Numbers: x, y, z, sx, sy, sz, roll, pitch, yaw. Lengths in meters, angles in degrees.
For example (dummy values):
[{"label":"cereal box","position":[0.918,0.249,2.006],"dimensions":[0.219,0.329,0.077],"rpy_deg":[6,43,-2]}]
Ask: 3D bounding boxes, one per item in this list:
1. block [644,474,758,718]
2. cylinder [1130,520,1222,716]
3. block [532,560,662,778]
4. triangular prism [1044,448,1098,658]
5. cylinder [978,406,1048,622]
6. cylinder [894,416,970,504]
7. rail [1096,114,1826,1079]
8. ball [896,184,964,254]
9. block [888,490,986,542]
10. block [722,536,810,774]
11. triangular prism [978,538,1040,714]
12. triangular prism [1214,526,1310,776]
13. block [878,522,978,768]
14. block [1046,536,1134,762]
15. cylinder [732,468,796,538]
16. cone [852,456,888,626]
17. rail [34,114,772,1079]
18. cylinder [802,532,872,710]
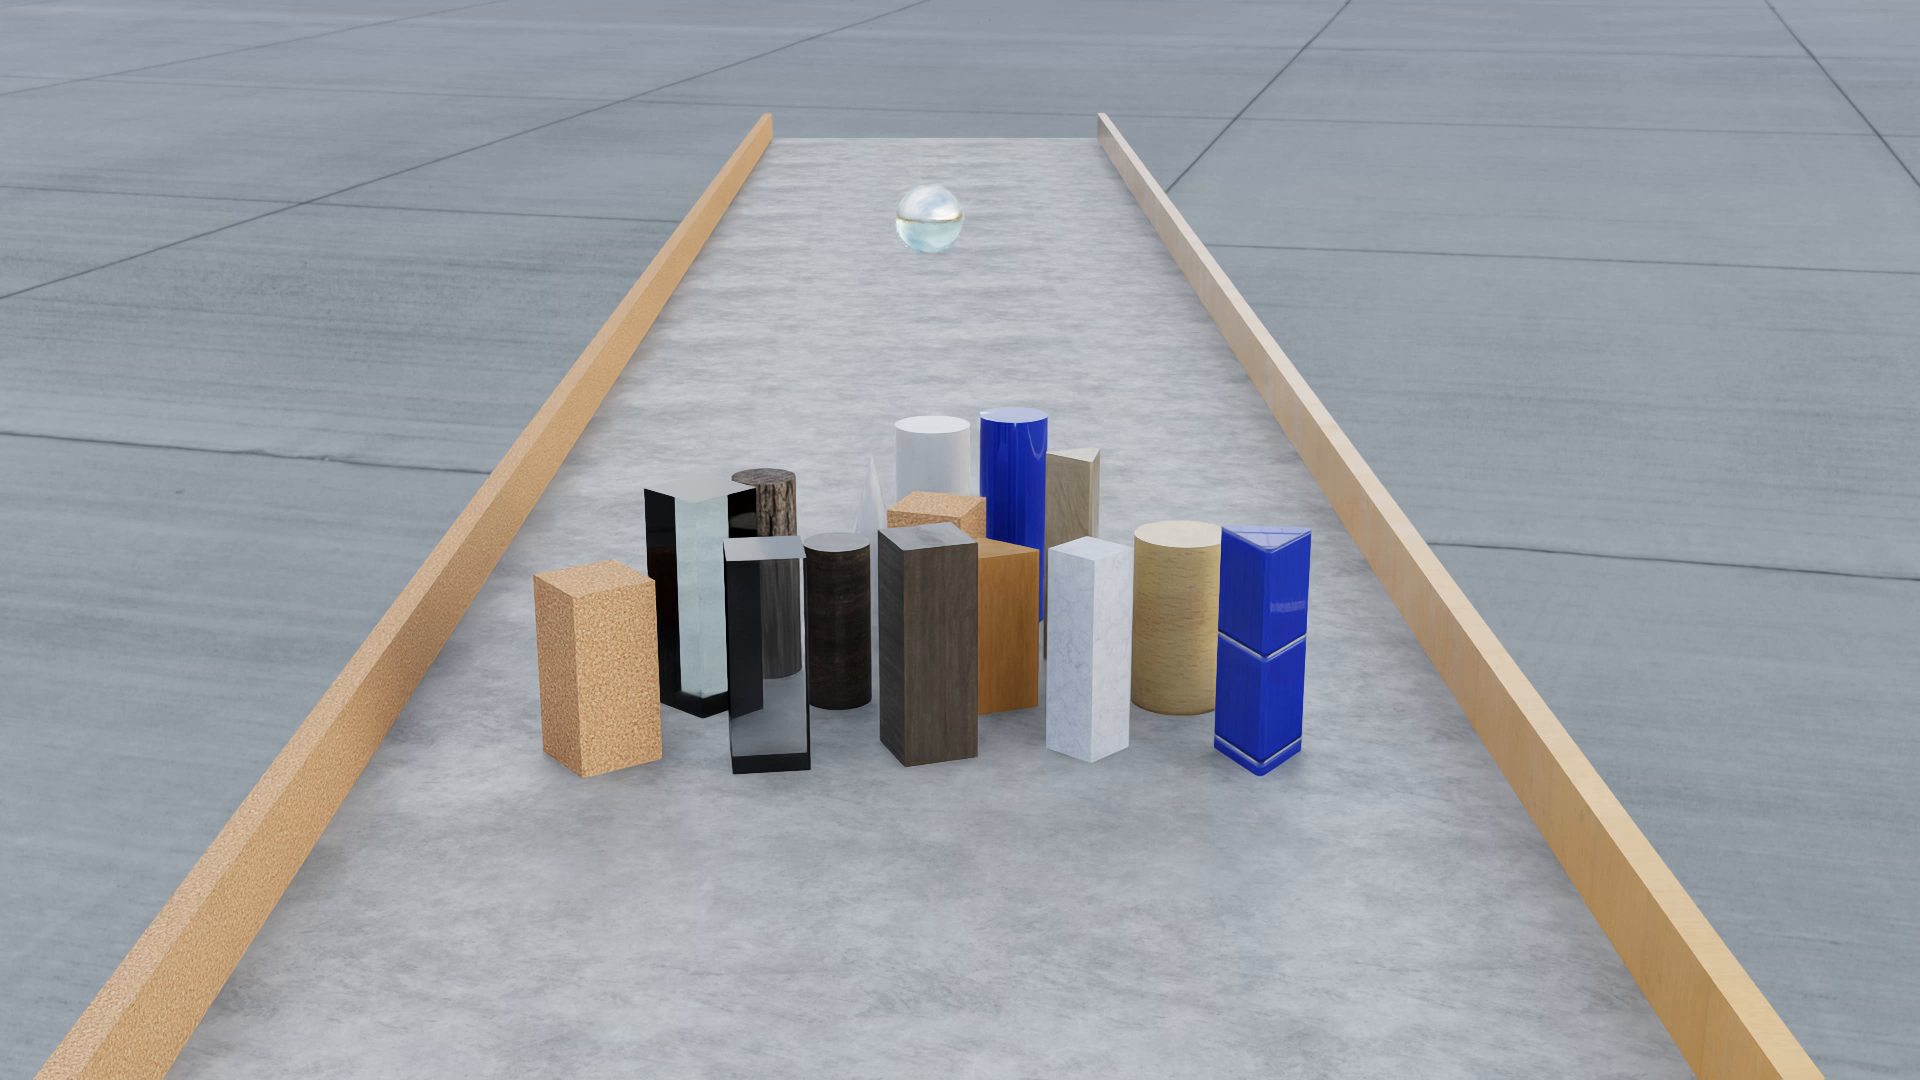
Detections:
[{"label":"block","position":[-0.483,0.104,4.144],"dimensions":[0.147,0.419,0.147],"rpy_deg":[15,22,41]},{"label":"cylinder","position":[0.416,0.146,4.158],"dimensions":[0.180,0.329,0.180],"rpy_deg":[0,17,0]},{"label":"block","position":[-0.640,0.225,3.888],"dimensions":[0.157,0.333,0.157],"rpy_deg":[-12,20,-34]},{"label":"triangular prism","position":[0.243,0.033,4.366],"dimensions":[0.113,0.427,0.098],"rpy_deg":[14,21,39]},{"label":"cylinder","position":[0.111,-0.049,4.623],"dimensions":[0.143,0.439,0.143],"rpy_deg":[0,17,0]},{"label":"cylinder","position":[-0.060,-0.084,4.886],"dimensions":[0.167,0.355,0.167],"rpy_deg":[0,17,0]},{"label":"rail","position":[0.932,-0.844,7.801],"dimensions":[0.050,0.150,12.000],"rpy_deg":[0,17,-1]},{"label":"ball","position":[-0.129,-1.355,9.278],"dimensions":[0.288,0.288,0.288],"rpy_deg":[0,17,0]},{"label":"block","position":[-0.045,0.080,4.399],"dimensions":[0.153,0.318,0.153],"rpy_deg":[6,18,19]},{"label":"block","position":[-0.339,0.201,3.866],"dimensions":[0.136,0.391,0.136],"rpy_deg":[-2,17,-8]},{"label":"triangular prism","position":[0.060,0.158,4.155],"dimensions":[0.140,0.308,0.122],"rpy_deg":[-7,18,-22]},{"label":"triangular prism","position":[0.514,0.185,3.877],"dimensions":[0.133,0.415,0.153],"rpy_deg":[11,20,34]},{"label":"block","position":[-0.057,0.184,3.906],"dimensions":[0.137,0.400,0.137],"rpy_deg":[-6,18,-20]},{"label":"block","position":[0.230,0.194,3.916],"dimensions":[0.106,0.375,0.106],"rpy_deg":[15,22,41]},{"label":"cylinder","position":[-0.385,0.057,4.366],"dimensions":[0.126,0.380,0.126],"rpy_deg":[0,17,0]},{"label":"cone","position":[-0.185,-0.011,4.646],"dimensions":[0.172,0.353,0.172],"rpy_deg":[0,17,0]},{"label":"rail","position":[-1.118,-0.838,7.780],"dimensions":[0.050,0.150,12.000],"rpy_deg":[0,17,-1]},{"label":"cylinder","position":[-0.232,0.153,4.164],"dimensions":[0.126,0.312,0.126],"rpy_deg":[0,17,0]}]
